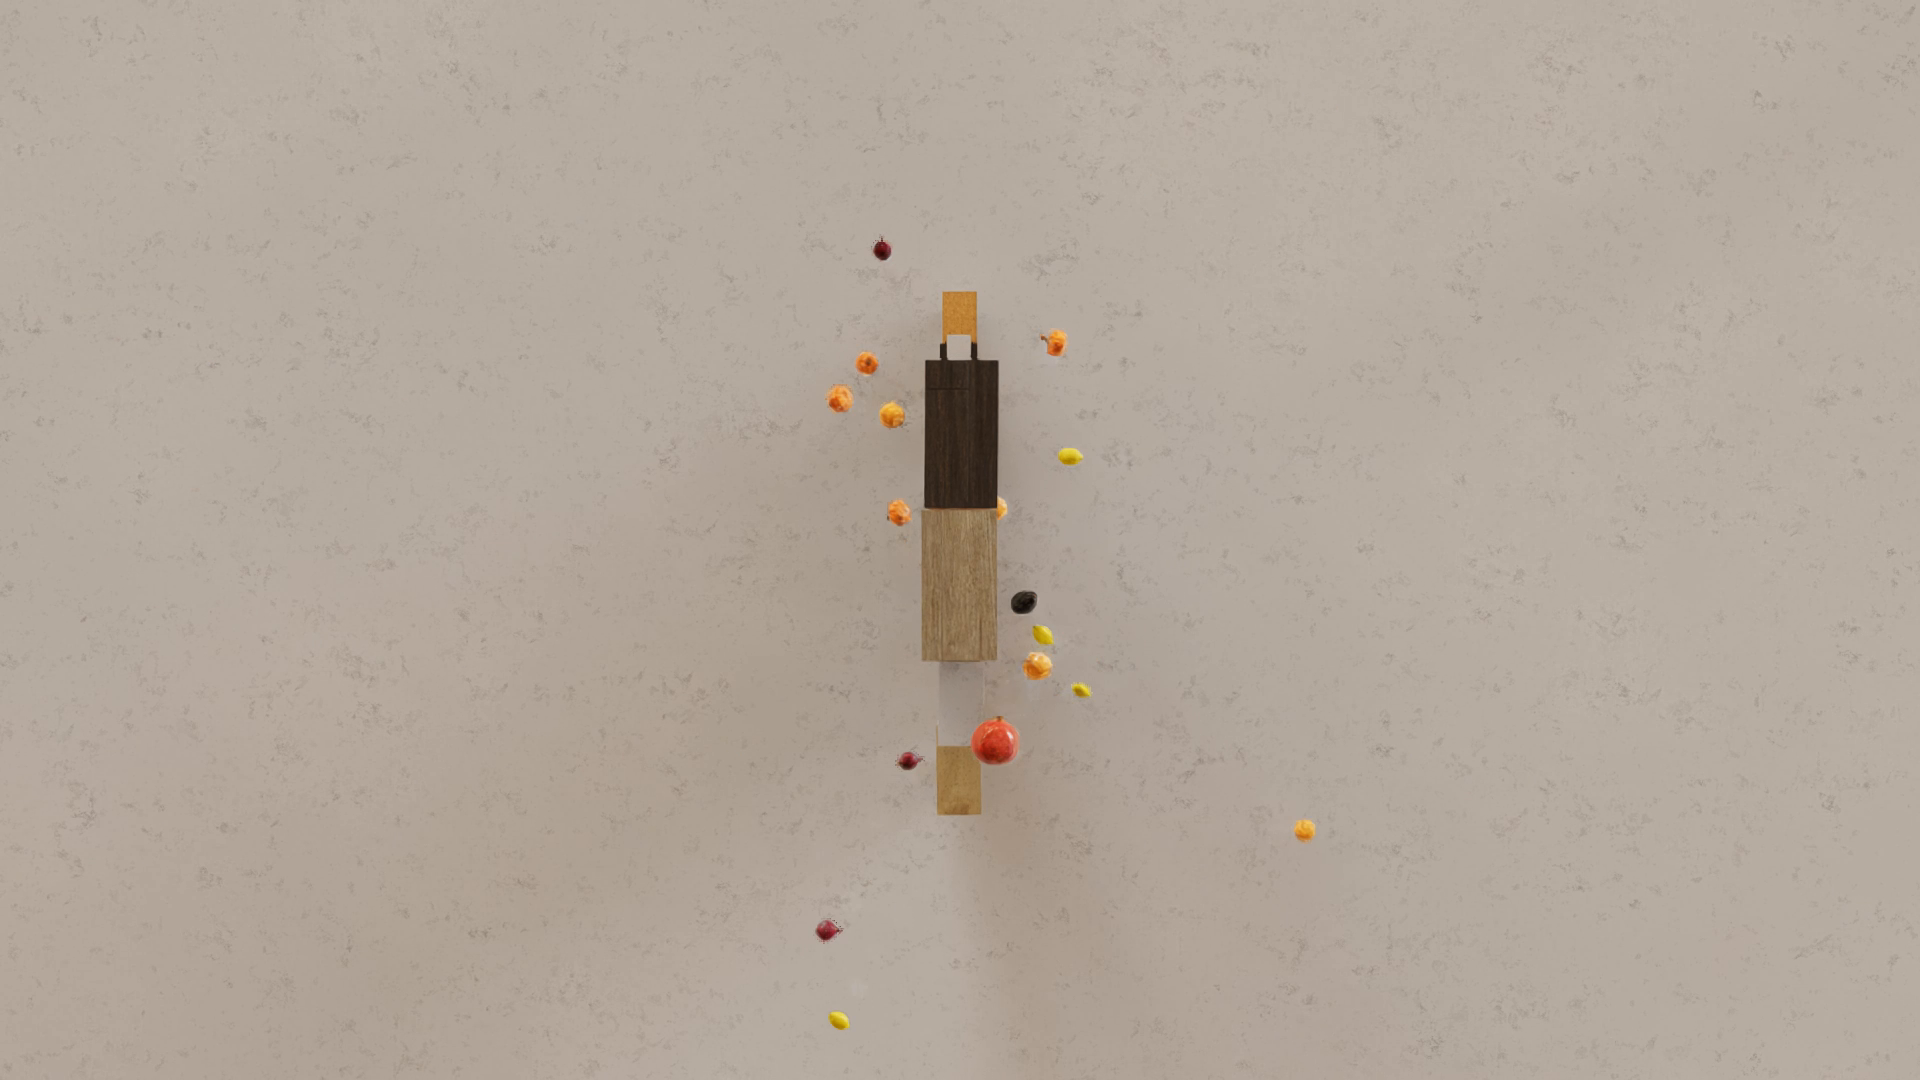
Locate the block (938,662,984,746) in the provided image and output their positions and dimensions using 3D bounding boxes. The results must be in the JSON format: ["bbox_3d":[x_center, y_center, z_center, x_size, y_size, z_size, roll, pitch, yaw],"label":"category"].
[{"bbox_3d":[0.003,0.415,4.276,0.118,0.033,0.236,1,90,0],"label":"block"}]

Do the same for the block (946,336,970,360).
[{"bbox_3d":[-0.003,-0.502,4.581,0.066,0.019,0.131,0,90,0],"label":"block"}]

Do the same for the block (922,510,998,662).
[{"bbox_3d":[-0.001,0.109,3.961,0.180,0.051,0.360,0,90,0],"label":"block"}]

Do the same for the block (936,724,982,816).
[{"bbox_3d":[-0.004,0.663,4.772,0.129,0.037,0.258,-1,90,0],"label":"block"}]

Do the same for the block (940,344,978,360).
[{"bbox_3d":[-0.004,-0.468,4.862,0.111,0.031,0.221,0,90,0],"label":"block"}]

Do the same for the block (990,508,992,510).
[{"bbox_3d":[0.004,-0.182,4.736,0.170,0.048,0.339,0,90,0],"label":"block"}]

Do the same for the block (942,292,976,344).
[{"bbox_3d":[-0.001,-0.682,5.266,0.109,0.031,0.219,0,90,0],"label":"block"}]

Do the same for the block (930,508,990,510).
[{"bbox_3d":[-0.001,-0.102,4.369,0.160,0.045,0.320,0,90,0],"label":"block"}]

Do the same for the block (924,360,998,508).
[{"bbox_3d":[0.003,-0.254,3.968,0.176,0.050,0.353,0,90,0],"label":"block"}]

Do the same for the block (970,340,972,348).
[{"bbox_3d":[-0.002,-0.545,4.719,0.066,0.256,0.019,-1,90,0],"label":"block"}]
